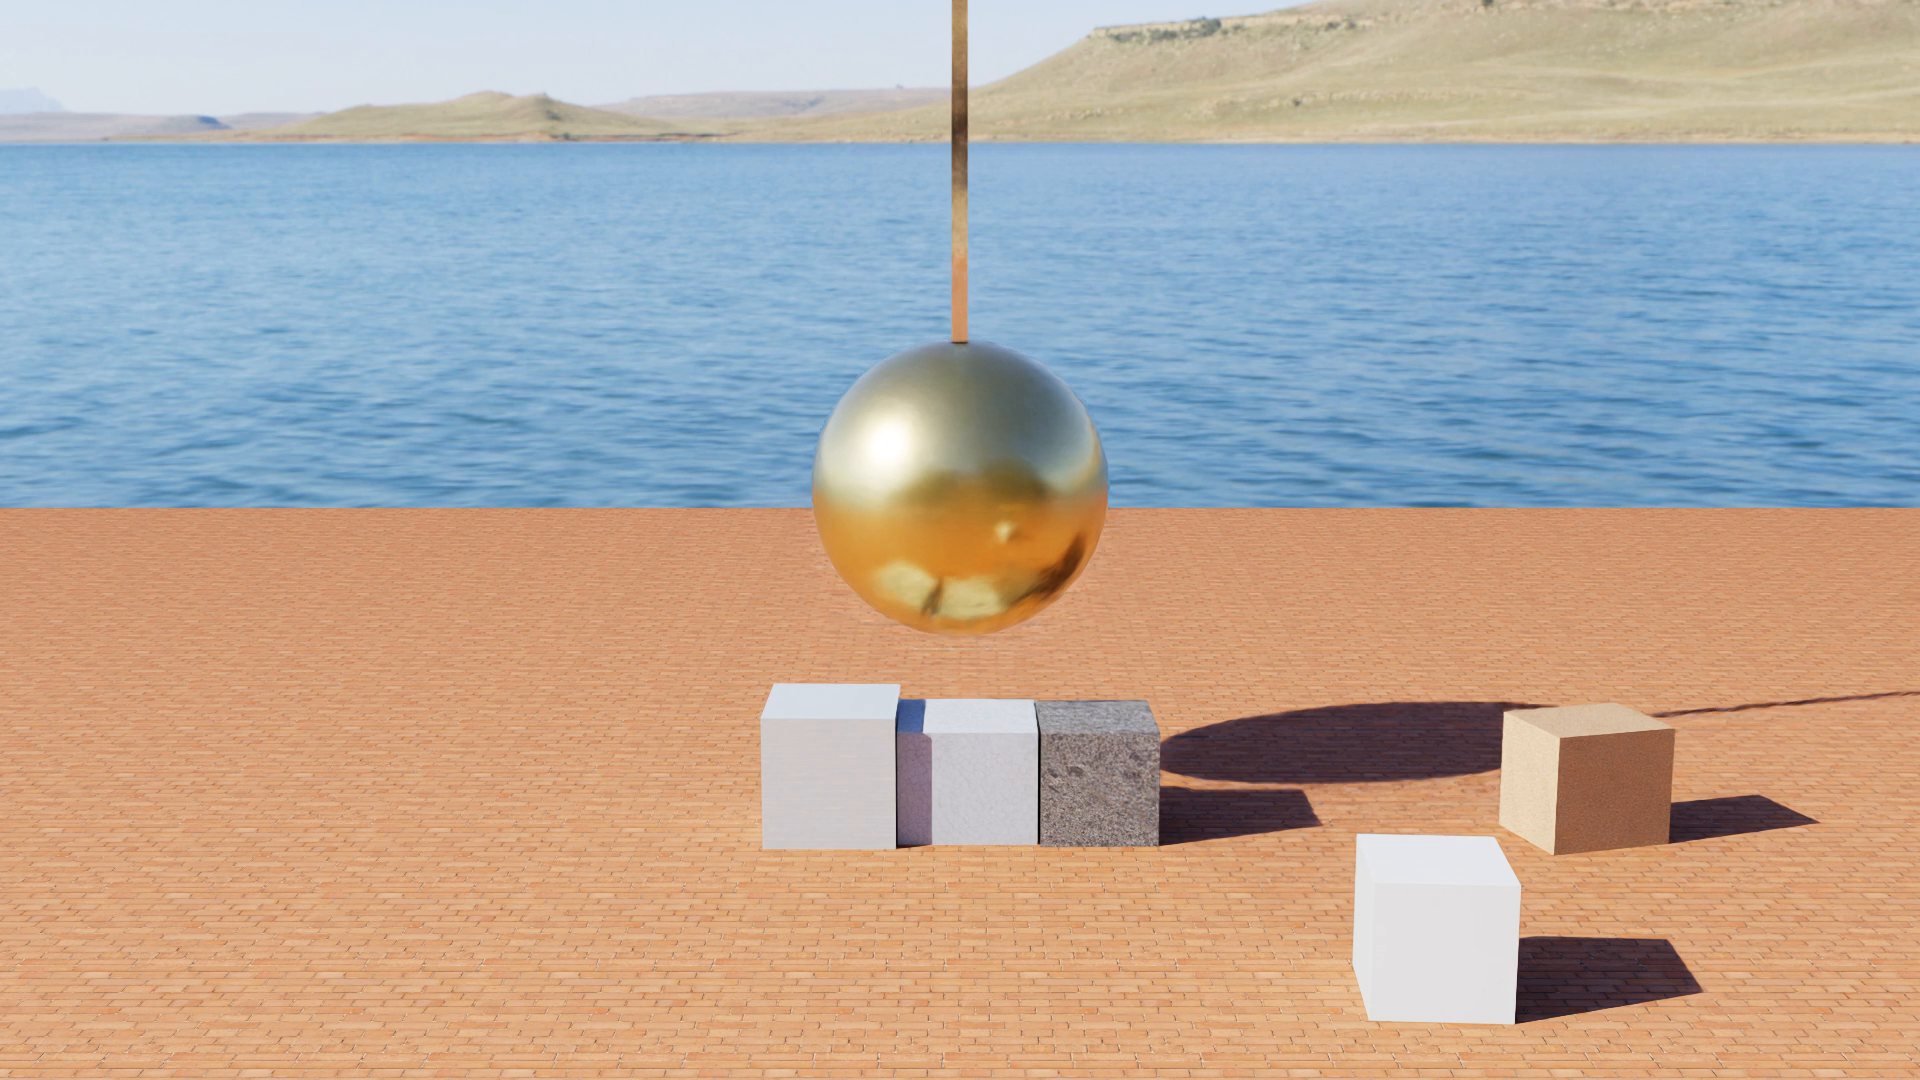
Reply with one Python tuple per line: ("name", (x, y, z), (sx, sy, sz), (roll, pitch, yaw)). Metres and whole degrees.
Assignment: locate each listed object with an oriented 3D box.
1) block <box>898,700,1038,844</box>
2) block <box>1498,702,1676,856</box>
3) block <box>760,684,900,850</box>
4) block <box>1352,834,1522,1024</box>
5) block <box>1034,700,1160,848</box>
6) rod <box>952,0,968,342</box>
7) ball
("block", (0.038, 1.191, 11.383), (0.705, 0.584, 0.677), (0, 10, 0))
("block", (3.192, 1.210, 11.221), (0.655, 0.605, 0.532), (-3, 11, -16))
("block", (-0.652, 1.155, 11.324), (0.668, 0.675, 0.710), (0, 10, 1))
("block", (1.964, 1.602, 9.121), (0.579, 0.584, 0.625), (1, 10, 4))
("block", (0.696, 1.195, 11.342), (0.593, 0.591, 0.658), (0, 10, -1))
("rod", (0.000, -3.540, 10.829), (0.080, 5.200, 0.080), (0, 17, 0))
("ball", (0.000, -0.283, 11.803), (1.600, 1.600, 1.600), (0, 10, 0))
